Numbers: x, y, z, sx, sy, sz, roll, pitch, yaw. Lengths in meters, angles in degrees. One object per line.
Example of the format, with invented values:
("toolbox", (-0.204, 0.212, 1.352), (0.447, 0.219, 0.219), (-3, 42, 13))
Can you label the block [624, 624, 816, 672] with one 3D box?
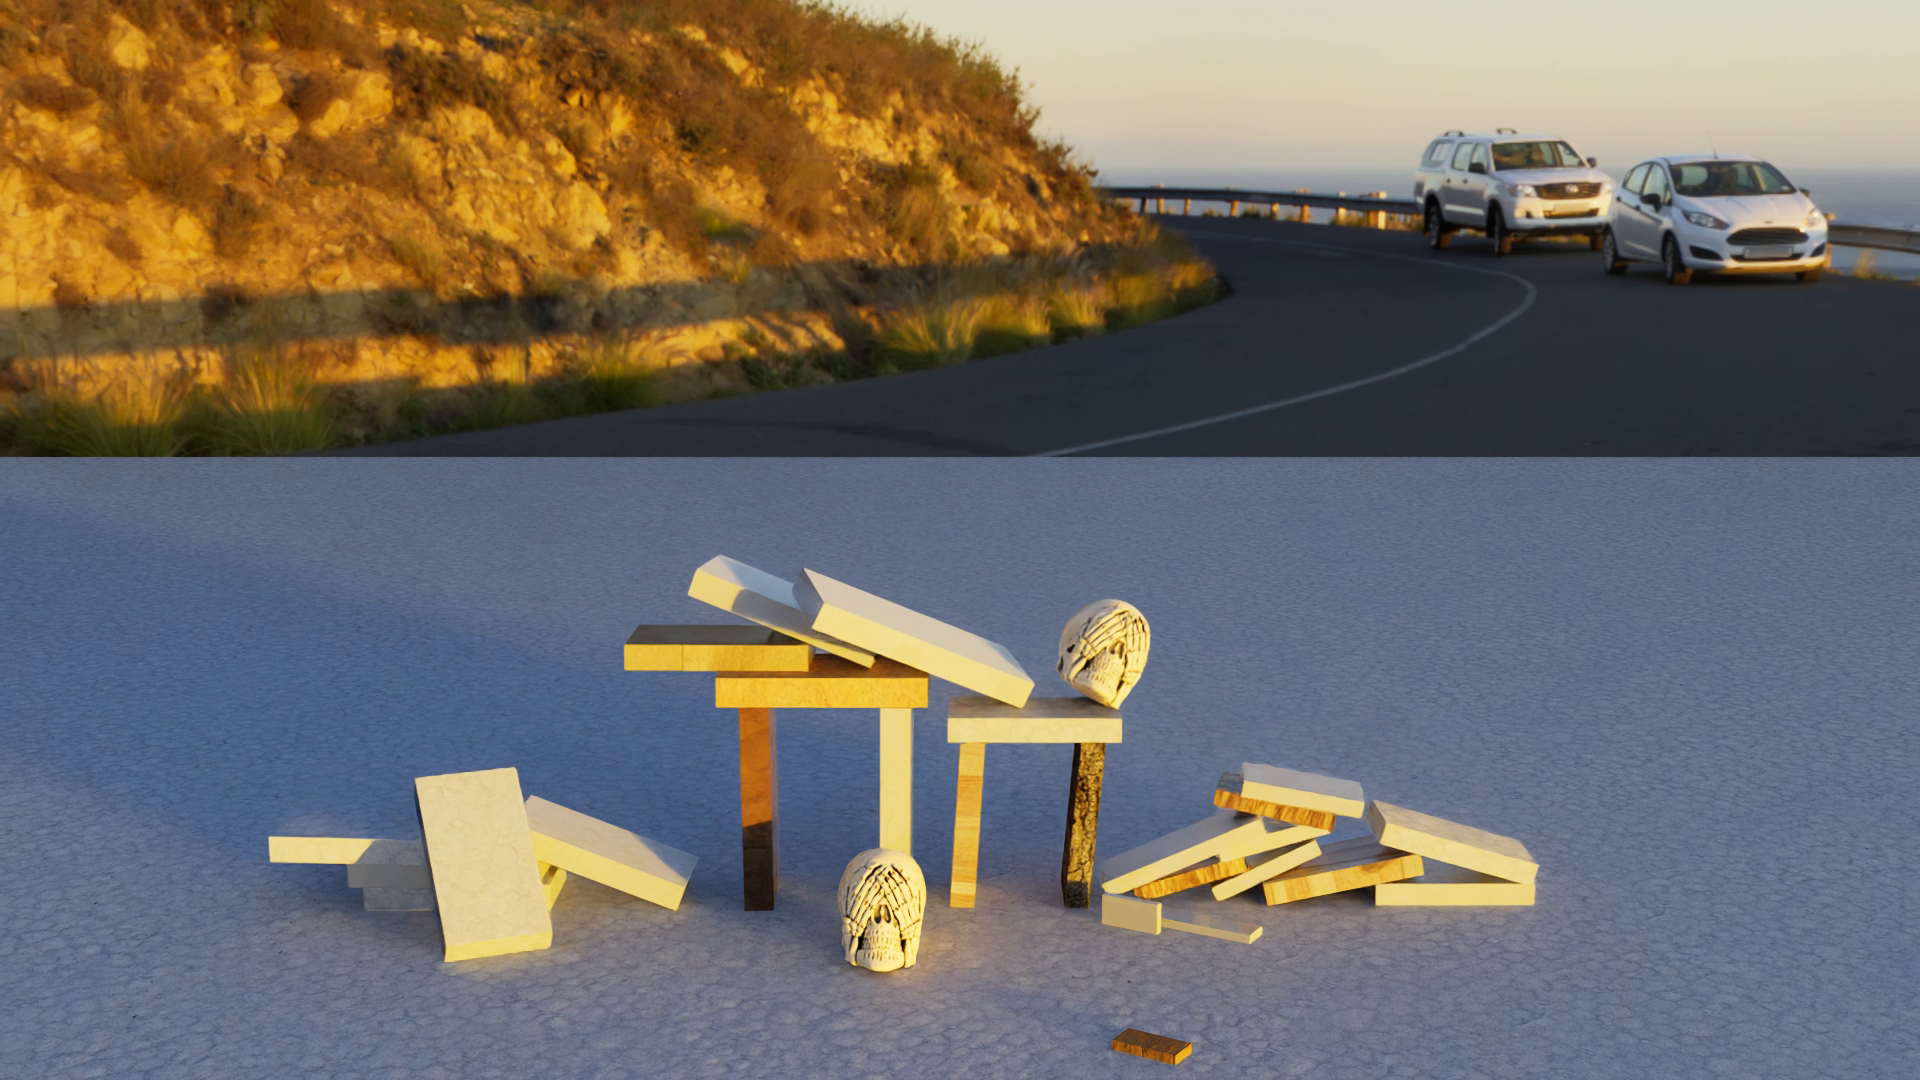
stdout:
("block", (-0.394, 0.178, 3.642), (0.299, 0.042, 0.149), (0, 11, 1))

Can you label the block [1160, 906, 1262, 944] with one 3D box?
("block", (0.378, 0.612, 3.512), (0.203, 0.014, 0.049), (6, 12, 30))

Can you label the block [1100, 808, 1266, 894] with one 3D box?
("block", (0.366, 0.509, 3.630), (0.279, 0.028, 0.098), (-24, 11, 8))

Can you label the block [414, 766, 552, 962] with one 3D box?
("block", (-0.757, 0.509, 3.477), (0.162, 0.046, 0.323), (-4, 48, -21))

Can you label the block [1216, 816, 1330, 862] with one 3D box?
("block", (0.511, 0.486, 3.658), (0.188, 0.027, 0.094), (-14, 10, -4))

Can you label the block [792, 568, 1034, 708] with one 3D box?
("block", (-0.077, 0.160, 3.592), (0.392, 0.046, 0.162), (22, 12, -23))

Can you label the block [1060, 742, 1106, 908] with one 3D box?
("block", (0.203, 0.451, 3.642), (0.040, 0.280, 0.140), (5, 10, -1))

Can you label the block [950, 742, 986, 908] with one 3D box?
("block", (0.013, 0.451, 3.644), (0.040, 0.280, 0.140), (4, 11, 0))

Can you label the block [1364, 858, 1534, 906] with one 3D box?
("block", (0.812, 0.570, 3.674), (0.261, 0.037, 0.131), (0, 11, -1))

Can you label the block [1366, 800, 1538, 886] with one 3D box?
("block", (0.814, 0.501, 3.649), (0.261, 0.037, 0.131), (16, 10, -3))

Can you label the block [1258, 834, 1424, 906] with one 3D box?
("block", (0.628, 0.545, 3.667), (0.261, 0.037, 0.130), (-12, 10, 2))

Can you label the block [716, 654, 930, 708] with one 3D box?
("block", (-0.222, 0.230, 3.611), (0.340, 0.048, 0.170), (0, 11, 0))

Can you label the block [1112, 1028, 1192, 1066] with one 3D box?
("block", (0.265, 0.700, 3.040), (0.098, 0.014, 0.049), (7, 12, 32))

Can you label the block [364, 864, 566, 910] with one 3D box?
("block", (-0.821, 0.570, 3.661), (0.303, 0.043, 0.152), (0, 11, -1))

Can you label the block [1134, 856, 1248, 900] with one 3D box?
("block", (0.378, 0.550, 3.665), (0.188, 0.027, 0.094), (-17, 10, 2))

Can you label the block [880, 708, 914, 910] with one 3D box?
("block", (-0.104, 0.422, 3.641), (0.048, 0.340, 0.170), (1, 11, 1))

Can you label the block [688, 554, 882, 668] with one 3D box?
("block", (-0.277, 0.116, 3.656), (0.323, 0.046, 0.162), (22, 10, 4))

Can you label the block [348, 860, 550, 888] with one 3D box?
("block", (-0.838, 0.530, 3.637), (0.303, 0.043, 0.152), (0, 11, 2))

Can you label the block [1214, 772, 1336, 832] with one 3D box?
("block", (0.521, 0.429, 3.618), (0.196, 0.028, 0.098), (12, 14, 11))

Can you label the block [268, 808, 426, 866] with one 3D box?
("block", (-0.943, 0.490, 3.623), (0.341, 0.042, 0.149), (1, 11, 4))

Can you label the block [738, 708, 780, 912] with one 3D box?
("block", (-0.331, 0.422, 3.640), (0.048, 0.340, 0.170), (-1, 11, -1))

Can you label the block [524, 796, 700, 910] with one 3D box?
("block", (-0.594, 0.518, 3.652), (0.303, 0.043, 0.152), (21, 11, -2))

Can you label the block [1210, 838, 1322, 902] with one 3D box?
("block", (0.504, 0.536, 3.662), (0.188, 0.027, 0.094), (-26, 10, 4))

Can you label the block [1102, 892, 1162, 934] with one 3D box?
("block", (0.273, 0.595, 3.507), (0.098, 0.049, 0.014), (6, 12, 30))

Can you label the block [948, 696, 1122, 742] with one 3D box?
("block", (0.121, 0.294, 3.609), (0.280, 0.040, 0.140), (0, 11, 1))

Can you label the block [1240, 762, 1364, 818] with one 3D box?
("block", (0.559, 0.409, 3.607), (0.196, 0.028, 0.098), (10, 13, 4))
